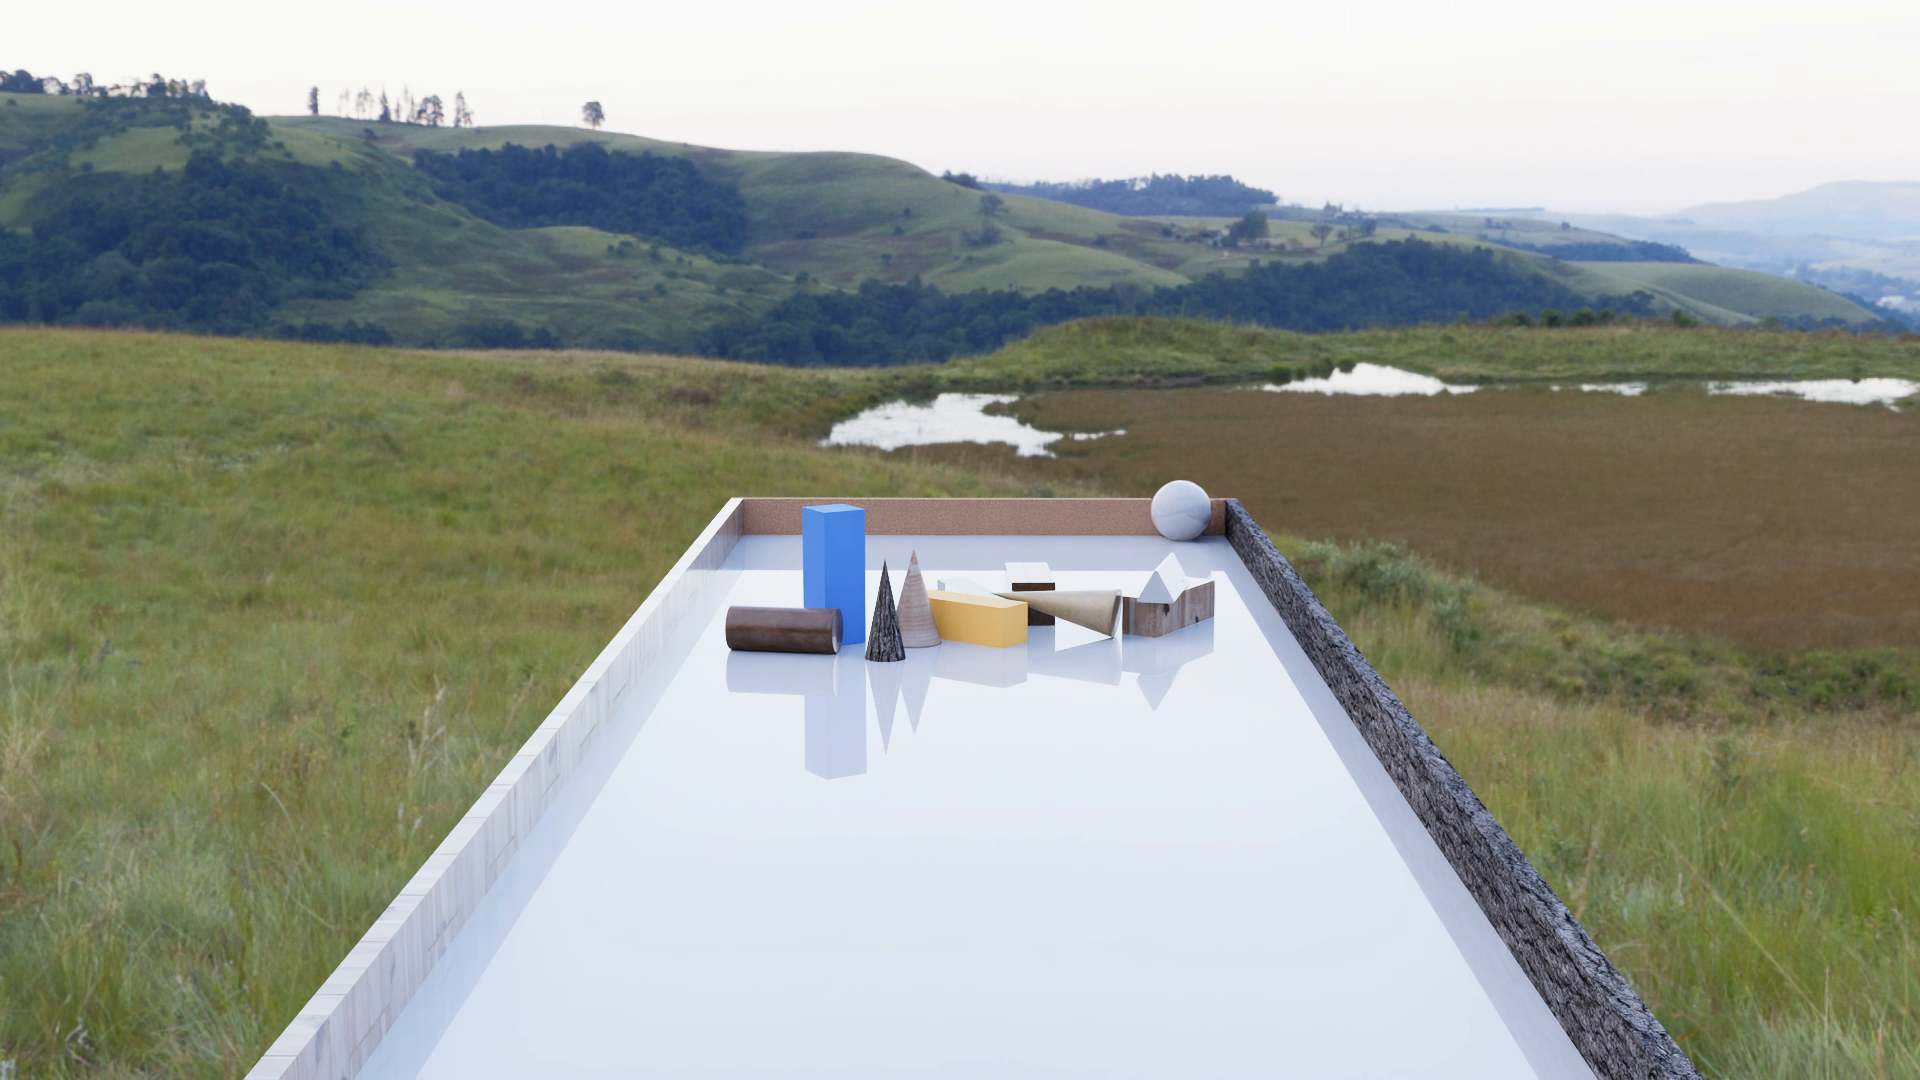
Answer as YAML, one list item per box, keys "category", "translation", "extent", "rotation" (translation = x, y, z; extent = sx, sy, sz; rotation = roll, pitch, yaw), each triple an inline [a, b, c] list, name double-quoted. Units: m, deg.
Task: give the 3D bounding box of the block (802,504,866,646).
- category: "block"
  translation: [-0.398, 0.111, 6.949]
  extent: [0.145, 0.427, 0.145]
  rotation: [-6, 11, -31]

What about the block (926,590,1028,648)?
- category: "block"
  translation: [0.021, 0.250, 7.025]
  extent: [0.387, 0.128, 0.128]
  rotation: [7, 11, 37]

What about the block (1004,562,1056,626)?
- category: "block"
  translation: [0.234, 0.180, 7.412]
  extent: [0.145, 0.145, 0.389]
  rotation: [0, 9, -2]

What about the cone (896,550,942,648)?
- category: "cone"
  translation: [-0.145, 0.175, 6.932]
  extent: [0.174, 0.305, 0.174]
  rotation: [0, 9, 0]

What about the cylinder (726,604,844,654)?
- category: "cylinder"
  translation: [-0.545, 0.276, 6.826]
  extent: [0.341, 0.139, 0.139]
  rotation: [2, 9, 11]

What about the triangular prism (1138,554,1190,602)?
- category: "triangular prism"
  translation: [0.661, 0.119, 7.124]
  extent: [0.118, 0.102, 0.357]
  rotation: [2, 9, 14]

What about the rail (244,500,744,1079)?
- category: "rail"
  translation: [-1.004, 0.839, 3.234]
  extent: [0.050, 0.150, 12.000]
  rotation: [0, 9, 1]

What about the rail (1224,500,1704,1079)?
- category: "rail"
  translation: [1.046, 0.843, 3.208]
  extent: [0.050, 0.150, 12.000]
  rotation: [0, 9, 1]

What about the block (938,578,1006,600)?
- category: "block"
  translation: [0.043, 0.216, 7.320]
  extent: [0.102, 0.102, 0.453]
  rotation: [-3, 9, -18]

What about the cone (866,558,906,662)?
- category: "cone"
  translation: [-0.228, 0.207, 6.707]
  extent: [0.126, 0.312, 0.126]
  rotation: [0, 9, 0]

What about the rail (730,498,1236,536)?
- category: "rail"
  translation: [0.099, -0.098, 9.147]
  extent: [2.100, 0.150, 0.050]
  rotation: [0, 9, 1]

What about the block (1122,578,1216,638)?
- category: "block"
  translation: [0.689, 0.218, 7.237]
  extent: [0.124, 0.124, 0.430]
  rotation: [6, 11, 32]

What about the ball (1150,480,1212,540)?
- category: "ball"
  translation: [0.903, -0.120, 8.979]
  extent: [0.247, 0.247, 0.247]
  rotation: [0, 9, 0]

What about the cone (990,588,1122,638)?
- category: "cone"
  translation: [0.298, 0.203, 7.083]
  extent: [0.424, 0.159, 0.159]
  rotation: [9, 11, 14]
